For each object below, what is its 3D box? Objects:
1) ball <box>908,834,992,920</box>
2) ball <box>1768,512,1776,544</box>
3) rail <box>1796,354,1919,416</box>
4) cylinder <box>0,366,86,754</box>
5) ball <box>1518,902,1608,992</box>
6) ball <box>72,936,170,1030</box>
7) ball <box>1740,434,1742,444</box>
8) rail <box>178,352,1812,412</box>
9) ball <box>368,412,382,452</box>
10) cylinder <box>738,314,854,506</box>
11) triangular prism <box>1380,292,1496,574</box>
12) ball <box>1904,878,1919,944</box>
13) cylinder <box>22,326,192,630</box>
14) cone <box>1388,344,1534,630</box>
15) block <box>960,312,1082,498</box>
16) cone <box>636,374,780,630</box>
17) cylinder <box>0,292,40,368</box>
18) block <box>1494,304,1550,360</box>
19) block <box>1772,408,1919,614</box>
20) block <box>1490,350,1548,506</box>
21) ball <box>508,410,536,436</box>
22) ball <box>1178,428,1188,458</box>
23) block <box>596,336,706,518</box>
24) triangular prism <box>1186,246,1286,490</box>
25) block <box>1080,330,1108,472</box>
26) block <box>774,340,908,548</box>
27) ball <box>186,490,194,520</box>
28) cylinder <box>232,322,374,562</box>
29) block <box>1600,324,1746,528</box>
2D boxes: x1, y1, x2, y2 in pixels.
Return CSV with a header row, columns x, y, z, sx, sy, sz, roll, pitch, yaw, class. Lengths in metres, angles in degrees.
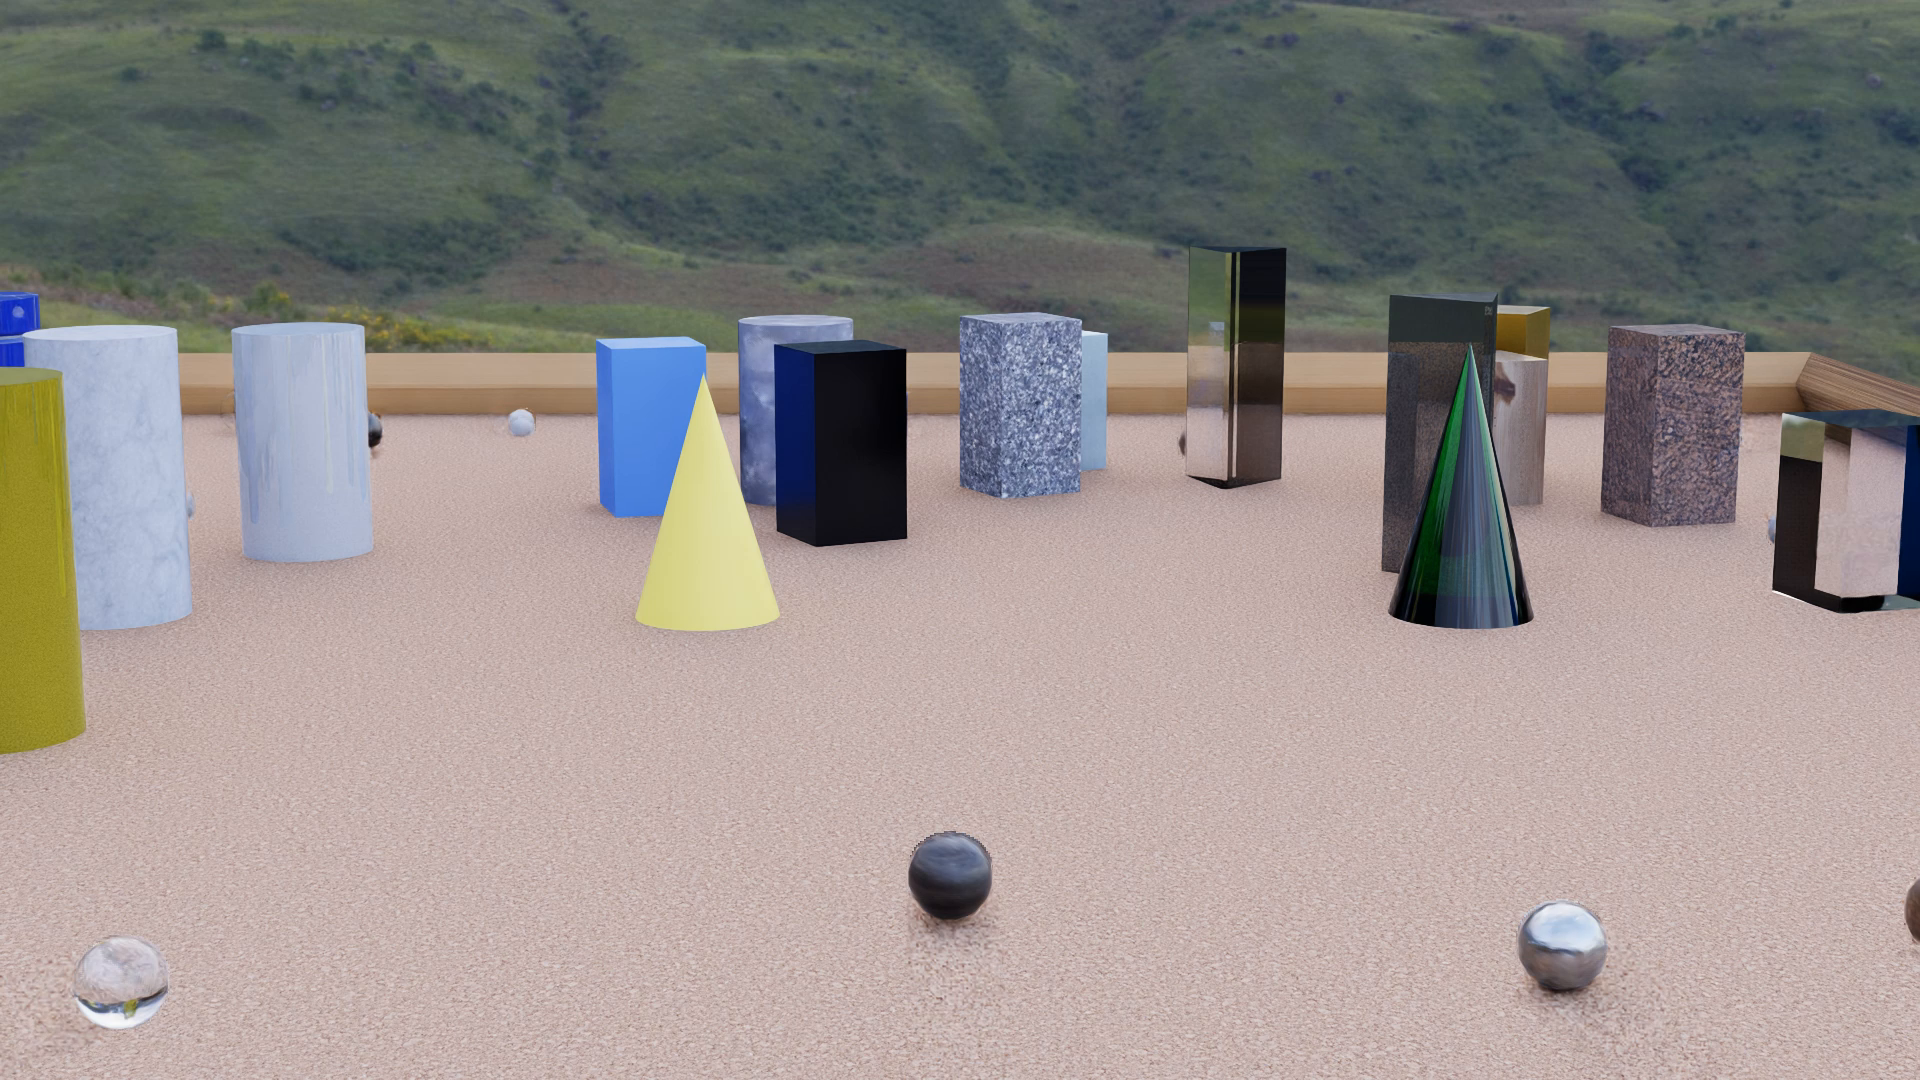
x,y,z,sx,sy,sz,roll,pitch,yaw,class
-0.008,0.290,2.210,0.073,0.073,0.073,0,11,0,ball
1.254,-0.016,3.863,0.071,0.071,0.071,0,11,0,ball
1.783,0.030,3.459,0.045,0.125,3.979,0,11,0,rail
-1.064,0.019,2.789,0.193,0.394,0.193,0,11,0,cylinder
0.479,0.323,2.041,0.070,0.070,0.070,0,11,0,ball
-0.641,0.338,1.959,0.070,0.070,0.070,0,11,0,ball
1.424,-0.188,4.792,0.069,0.069,0.069,0,11,0,ball
-0.011,-0.327,5.382,3.613,0.125,0.045,0,11,0,rail
-1.133,-0.204,4.836,0.085,0.085,0.085,0,11,0,ball
-0.276,-0.220,4.333,0.193,0.301,0.193,0,11,0,cylinder
0.723,-0.152,3.692,0.167,0.401,0.145,10,15,44,triangular prism
0.819,0.307,2.116,0.075,0.075,0.075,0,11,0,ball
-1.128,-0.087,3.402,0.193,0.378,0.193,0,11,0,cylinder
0.671,-0.082,3.407,0.193,0.367,0.193,0,11,0,cone
0.103,-0.235,4.421,0.154,0.297,0.154,-5,12,-27,block
-0.337,-0.060,3.401,0.193,0.326,0.193,0,11,0,cone
-1.445,-0.162,3.776,0.193,0.391,0.193,0,11,0,cylinder
0.943,-0.259,4.546,0.154,0.300,0.154,6,12,27,block
1.230,-0.042,3.510,0.154,0.251,0.154,-3,11,-17,block
0.877,-0.188,4.319,0.154,0.242,0.154,-3,11,-18,block
-0.866,-0.230,5.064,0.054,0.054,0.054,0,11,0,ball
0.439,-0.179,4.745,0.068,0.068,0.068,0,11,0,ball
-0.509,-0.189,4.236,0.154,0.275,0.154,-3,11,-17,block
0.460,-0.308,4.512,0.145,0.409,0.167,9,14,41,triangular prism
0.158,-0.255,4.670,0.154,0.245,0.154,-8,13,-36,block
-0.186,-0.153,3.987,0.154,0.296,0.154,-5,12,-27,block
-1.251,-0.053,4.080,0.065,0.065,0.065,0,11,0,ball
-0.988,-0.150,3.859,0.193,0.336,0.193,0,11,0,cylinder
1.150,-0.188,4.145,0.154,0.305,0.154,-3,11,-16,block
